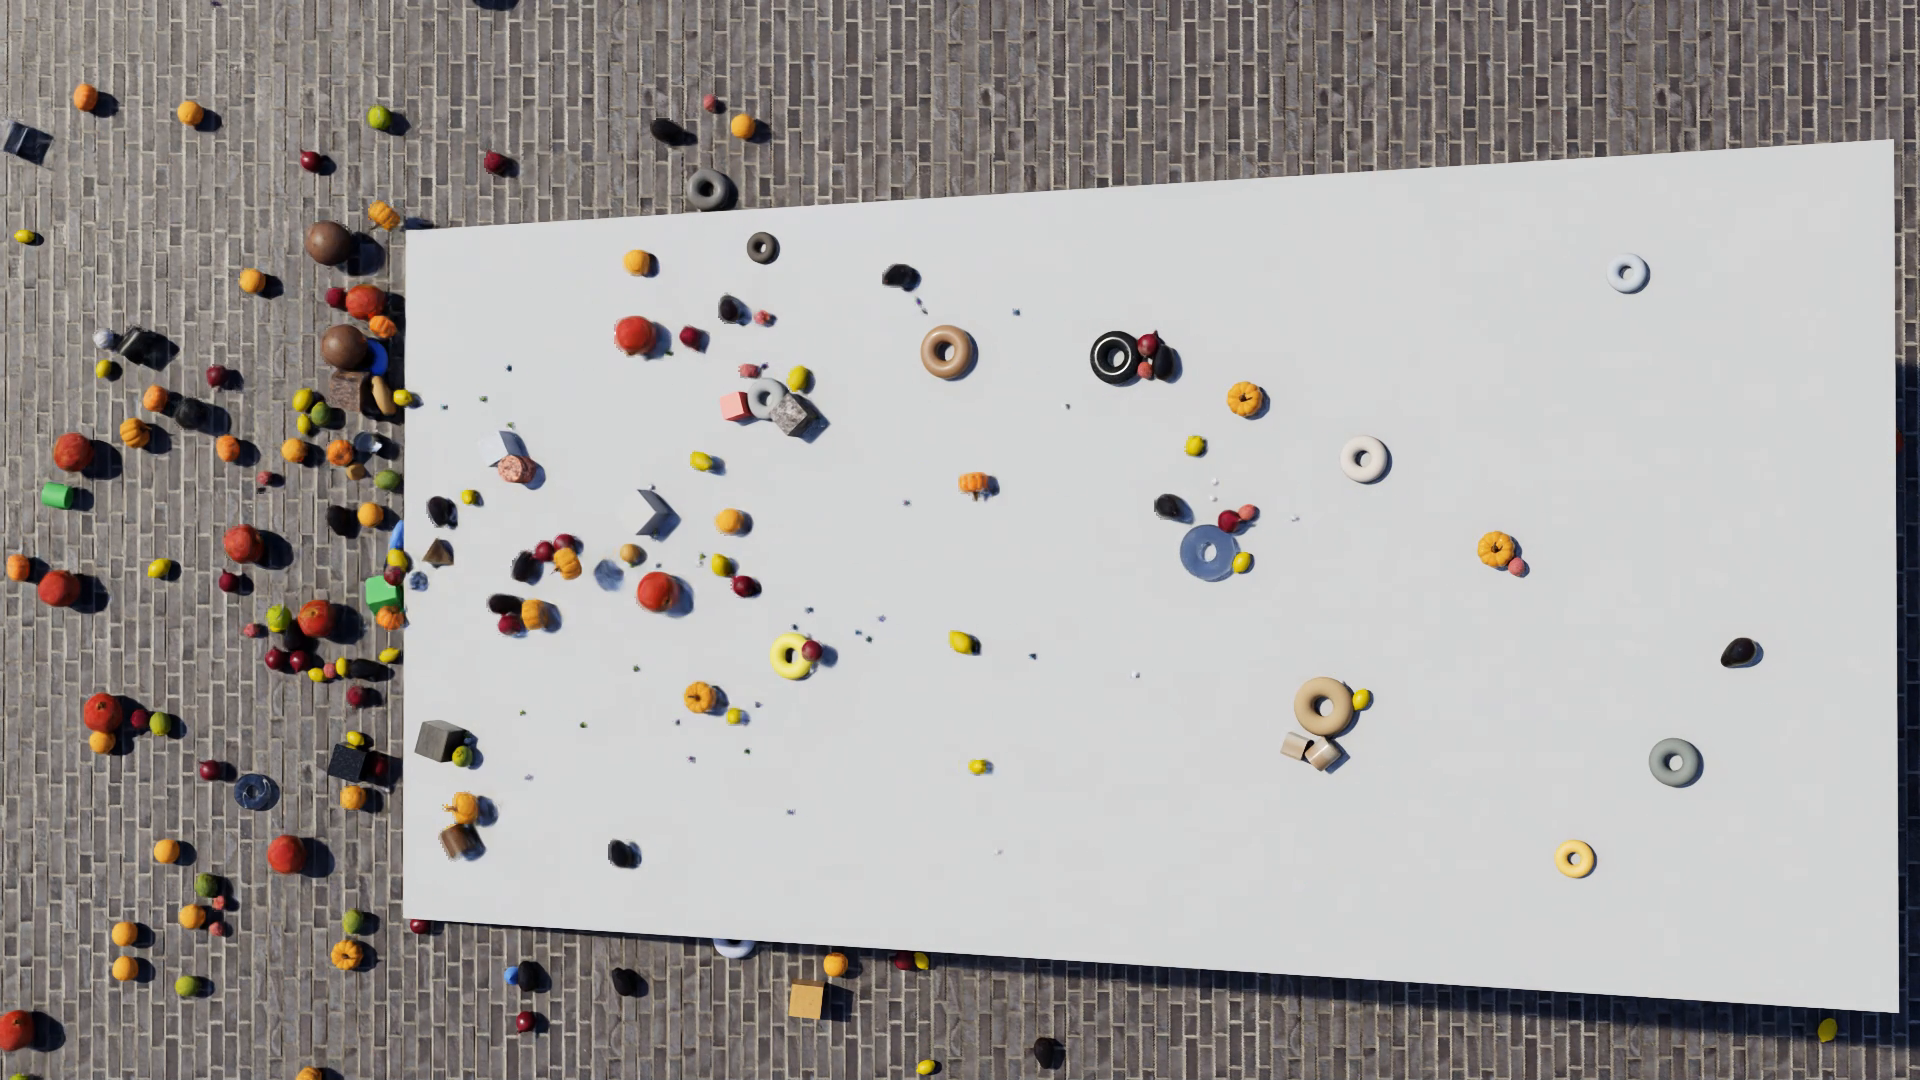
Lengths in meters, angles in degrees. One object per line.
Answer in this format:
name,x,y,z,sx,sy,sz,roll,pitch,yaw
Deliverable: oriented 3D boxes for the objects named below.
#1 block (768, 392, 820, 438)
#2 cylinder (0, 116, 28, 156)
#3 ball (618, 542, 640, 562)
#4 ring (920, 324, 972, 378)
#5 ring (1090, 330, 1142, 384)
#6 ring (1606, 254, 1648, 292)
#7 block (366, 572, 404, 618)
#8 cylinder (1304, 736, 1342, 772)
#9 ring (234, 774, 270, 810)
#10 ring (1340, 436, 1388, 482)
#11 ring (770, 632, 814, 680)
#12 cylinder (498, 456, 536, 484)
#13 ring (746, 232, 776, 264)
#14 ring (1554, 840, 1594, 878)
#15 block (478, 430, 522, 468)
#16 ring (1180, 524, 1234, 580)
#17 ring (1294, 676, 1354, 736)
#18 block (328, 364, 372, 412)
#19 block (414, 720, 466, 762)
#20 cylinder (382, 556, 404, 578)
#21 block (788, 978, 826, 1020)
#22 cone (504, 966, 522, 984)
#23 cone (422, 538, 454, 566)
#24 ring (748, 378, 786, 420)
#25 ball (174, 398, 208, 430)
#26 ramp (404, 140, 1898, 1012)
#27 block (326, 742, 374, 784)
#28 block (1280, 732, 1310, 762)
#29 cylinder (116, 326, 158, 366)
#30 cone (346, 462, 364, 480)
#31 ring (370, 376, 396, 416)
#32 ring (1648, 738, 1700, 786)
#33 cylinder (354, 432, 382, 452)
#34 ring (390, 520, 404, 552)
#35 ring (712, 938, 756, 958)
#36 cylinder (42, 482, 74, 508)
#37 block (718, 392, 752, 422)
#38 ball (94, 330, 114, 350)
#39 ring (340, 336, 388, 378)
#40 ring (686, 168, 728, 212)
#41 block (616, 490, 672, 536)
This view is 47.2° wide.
block,-0.449,-0.336,5.936,0.082,0.082,0.082,-44,76,14
cylinder,-2.803,-1.190,6.463,0.092,0.092,0.092,23,90,0
ball,-0.920,0.036,6.116,0.056,0.056,0.056,0,89,0
ring,-0.036,-0.497,5.807,0.144,0.048,0.144,0,90,19
ring,0.400,-0.469,5.649,0.139,0.046,0.139,-1,88,21
ring,1.585,-0.636,5.230,0.094,0.031,0.094,0,90,19
block,-1.680,0.163,6.431,0.087,0.087,0.087,-13,58,0
cylinder,0.899,0.529,5.445,0.065,0.065,0.065,-43,89,14
ring,-2.081,0.739,6.466,0.108,0.036,0.108,0,90,-1
ring,0.996,-0.201,5.433,0.118,0.039,0.118,-1,88,20
ring,-0.456,0.314,5.952,0.127,0.042,0.127,0,90,19
cylinder,-1.255,-0.200,6.229,0.077,0.077,0.077,0,89,20
ring,-0.542,-0.799,6.005,0.087,0.029,0.087,0,89,19
ring,1.467,0.762,5.254,0.092,0.031,0.092,0,89,19
block,-1.307,-0.258,6.249,0.077,0.077,0.077,-28,80,17
ring,0.625,0.030,5.561,0.143,0.048,0.143,0,90,19
ring,0.902,0.413,5.453,0.149,0.050,0.149,1,93,22
block,-1.778,-0.443,6.418,0.094,0.094,0.094,11,120,3
block,-1.487,0.576,6.295,0.093,0.093,0.093,18,95,19
cylinder,-1.660,0.080,6.465,0.054,0.054,0.054,14,89,8
block,-0.448,1.341,6.429,0.092,0.092,0.092,6,89,0
cone,-1.315,1.283,6.449,0.054,0.054,0.054,0,89,0
cone,-1.492,0.050,6.333,0.085,0.085,0.085,33,89,-10
ring,-0.526,-0.384,5.989,0.115,0.038,0.115,0,90,19
ball,-2.256,-0.370,6.451,0.093,0.093,0.093,0,89,0
ramp,0.280,0.090,5.763,4.000,0.100,2.000,0,89,20
block,-1.784,0.650,6.438,0.093,0.093,0.093,17,89,0
block,0.835,0.514,5.474,0.054,0.054,0.054,22,97,19
cylinder,-2.419,-0.572,6.459,0.083,0.083,0.083,40,89,0
cone,-1.785,-0.204,6.468,0.056,0.056,0.056,0,89,0
ring,-1.689,-0.421,6.439,0.041,0.124,0.124,-23,89,-6
ring,1.681,0.523,5.176,0.115,0.038,0.115,-1,88,21
cylinder,-1.740,-0.288,6.462,0.060,0.060,0.060,0,91,11
ring,-1.643,-0.011,6.447,0.032,0.097,0.097,18,89,-2
ring,-0.662,1.165,6.457,0.128,0.043,0.128,0,88,-1
cylinder,-2.651,-0.131,6.462,0.066,0.066,0.066,10,89,0
block,-0.612,-0.365,6.006,0.062,0.062,0.062,-18,83,19
ball,-2.518,-0.589,6.472,0.057,0.057,0.057,0,89,0
ring,-1.755,-0.527,6.476,0.145,0.048,0.145,0,88,1
ring,-0.744,-1.033,6.486,0.126,0.042,0.126,0,90,-1
block,-0.876,-0.076,6.084,0.090,0.090,0.090,-45,75,14
